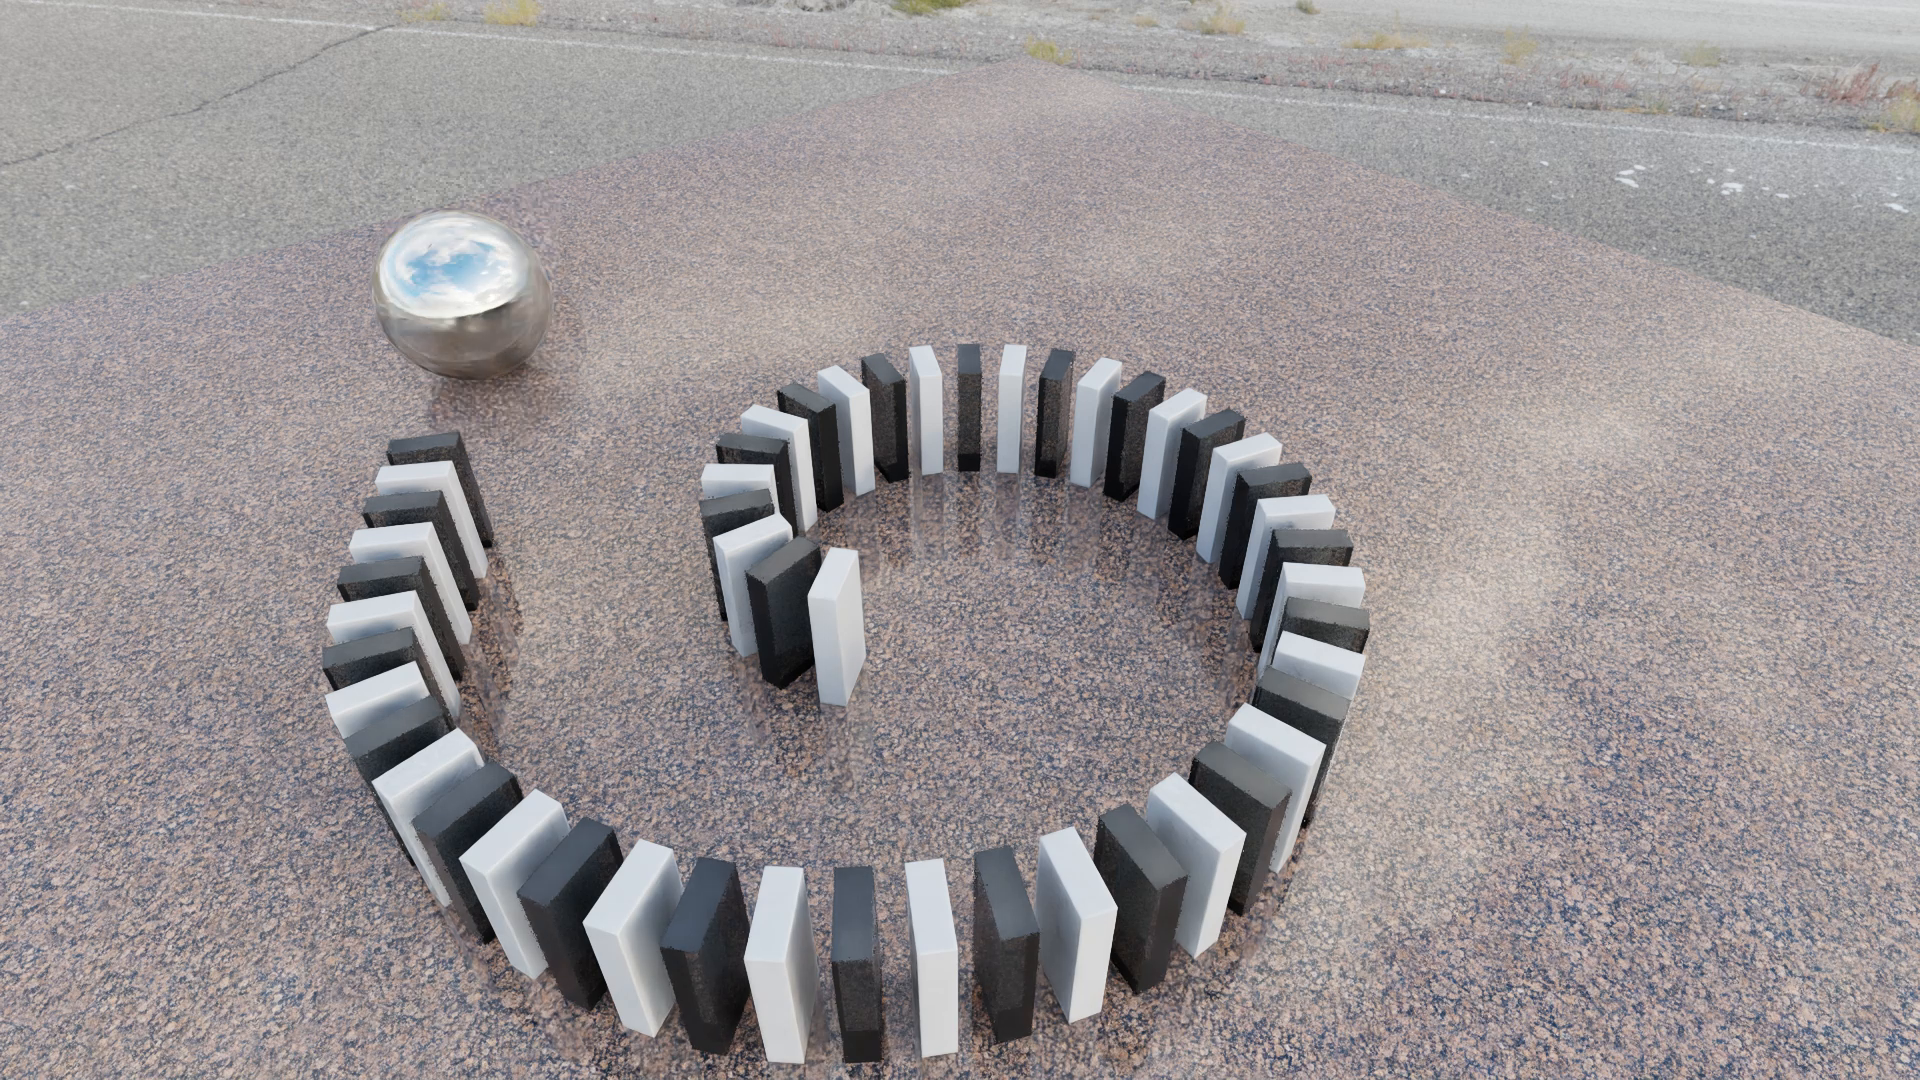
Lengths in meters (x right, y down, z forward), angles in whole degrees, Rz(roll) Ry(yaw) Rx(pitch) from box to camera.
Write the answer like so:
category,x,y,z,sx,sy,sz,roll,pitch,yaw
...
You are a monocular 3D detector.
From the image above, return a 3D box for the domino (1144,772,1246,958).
category,x,y,z,sx,sy,sz,roll,pitch,yaw
domino,0.062,0.090,0.302,0.010,0.050,0.025,-26,46,-28

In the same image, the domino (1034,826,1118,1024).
category,x,y,z,sx,sy,sz,roll,pitch,yaw
domino,0.029,0.101,0.288,0.009,0.050,0.025,-13,41,-16

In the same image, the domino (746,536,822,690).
category,x,y,z,sx,sy,sz,roll,pitch,yaw
domino,-0.059,0.026,0.380,0.009,0.050,0.025,27,46,29

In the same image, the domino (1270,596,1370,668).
category,x,y,z,sx,sy,sz,roll,pitch,yaw
domino,0.115,0.042,0.360,0.025,0.050,0.010,10,40,12

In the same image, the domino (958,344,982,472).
category,x,y,z,sx,sy,sz,roll,pitch,yaw
domino,0.004,-0.058,0.482,0.010,0.050,0.025,-1,39,-1

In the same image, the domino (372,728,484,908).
category,x,y,z,sx,sy,sz,roll,pitch,yaw
domino,-0.145,0.080,0.314,0.010,0.050,0.025,29,47,31

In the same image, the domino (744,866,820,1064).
category,x,y,z,sx,sy,sz,roll,pitch,yaw
domino,-0.044,0.108,0.279,0.009,0.050,0.025,2,39,3

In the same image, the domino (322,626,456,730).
category,x,y,z,sx,sy,sz,roll,pitch,yaw
domino,-0.179,0.052,0.348,0.025,0.050,0.010,-15,42,-17

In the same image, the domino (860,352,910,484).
category,x,y,z,sx,sy,sz,roll,pitch,yaw
domino,-0.032,-0.052,0.475,0.009,0.050,0.025,-18,42,-20

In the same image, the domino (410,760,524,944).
category,x,y,z,sx,sy,sz,roll,pitch,yaw
domino,-0.131,0.087,0.305,0.009,0.050,0.025,24,45,27

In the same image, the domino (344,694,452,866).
category,x,y,z,sx,sy,sz,roll,pitch,yaw
domino,-0.159,0.072,0.324,0.025,0.050,0.009,-30,48,-31

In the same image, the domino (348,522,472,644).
category,x,y,z,sx,sy,sz,roll,pitch,yaw
domino,-0.194,0.017,0.390,0.025,0.050,0.009,-7,40,-8

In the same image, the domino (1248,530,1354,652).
category,x,y,z,sx,sy,sz,roll,pitch,yaw
domino,0.120,0.019,0.389,0.025,0.050,0.009,0,39,0

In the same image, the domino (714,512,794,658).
category,x,y,z,sx,sy,sz,roll,pitch,yaw
domino,-0.071,0.017,0.391,0.025,0.050,0.009,-23,45,-26

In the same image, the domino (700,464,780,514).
category,x,y,z,sx,sy,sz,roll,pitch,yaw
domino,-0.082,-0.006,0.418,0.025,0.050,0.010,1,39,1

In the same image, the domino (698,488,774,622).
category,x,y,z,sx,sy,sz,roll,pitch,yaw
domino,-0.079,0.006,0.404,0.025,0.050,0.009,-12,41,-14

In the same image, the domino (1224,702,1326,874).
category,x,y,z,sx,sy,sz,roll,pitch,yaw
domino,0.088,0.073,0.322,0.025,0.050,0.009,27,47,29

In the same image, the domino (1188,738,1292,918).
category,x,y,z,sx,sy,sz,roll,pitch,yaw
domino,0.076,0.082,0.311,0.009,0.050,0.025,-32,49,-33

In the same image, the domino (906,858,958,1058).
category,x,y,z,sx,sy,sz,roll,pitch,yaw
domino,-0.007,0.107,0.281,0.009,0.050,0.025,-6,40,-7

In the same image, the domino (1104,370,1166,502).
category,x,y,z,sx,sy,sz,roll,pitch,yaw
domino,0.074,-0.043,0.464,0.009,0.050,0.025,27,47,29

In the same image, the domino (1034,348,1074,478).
category,x,y,z,sx,sy,sz,roll,pitch,yaw
domino,0.041,-0.055,0.478,0.010,0.050,0.025,11,41,13

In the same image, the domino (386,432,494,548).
category,x,y,z,sx,sy,sz,roll,pitch,yaw
domino,-0.204,-0.018,0.433,0.025,0.050,0.009,-9,40,-11

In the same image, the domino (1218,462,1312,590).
category,x,y,z,sx,sy,sz,roll,pitch,yaw
domino,0.115,-0.005,0.417,0.025,0.050,0.010,-9,40,-11

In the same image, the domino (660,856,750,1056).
category,x,y,z,sx,sy,sz,roll,pitch,yaw
domino,-0.063,0.107,0.281,0.009,0.050,0.025,7,40,9

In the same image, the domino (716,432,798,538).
category,x,y,z,sx,sy,sz,roll,pitch,yaw
domino,-0.079,-0.017,0.433,0.025,0.050,0.010,8,40,10

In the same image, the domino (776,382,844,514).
category,x,y,z,sx,sy,sz,roll,pitch,yaw
domino,-0.062,-0.038,0.458,0.025,0.050,0.010,31,48,32

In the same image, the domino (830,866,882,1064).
category,x,y,z,sx,sy,sz,roll,pitch,yaw
domino,-0.026,0.108,0.279,0.009,0.050,0.025,-2,39,-2

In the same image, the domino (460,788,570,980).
category,x,y,z,sx,sy,sz,roll,pitch,yaw
domino,-0.115,0.094,0.297,0.009,0.050,0.025,20,44,23

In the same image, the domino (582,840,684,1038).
category,x,y,z,sx,sy,sz,roll,pitch,yaw
domino,-0.081,0.104,0.285,0.009,0.050,0.025,13,41,15

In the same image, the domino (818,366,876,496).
category,x,y,z,sx,sy,sz,roll,pitch,yaw
domino,-0.048,-0.046,0.468,0.010,0.050,0.025,-26,46,-28

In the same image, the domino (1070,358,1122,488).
category,x,y,z,sx,sy,sz,roll,pitch,yaw
domino,0.058,-0.050,0.473,0.010,0.050,0.025,19,43,22

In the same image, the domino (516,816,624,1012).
category,x,y,z,sx,sy,sz,roll,pitch,yaw
domino,-0.098,0.099,0.290,0.010,0.050,0.025,17,42,19

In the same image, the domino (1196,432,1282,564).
category,x,y,z,sx,sy,sz,roll,pitch,yaw
domino,0.109,-0.016,0.431,0.025,0.050,0.009,-17,42,-20

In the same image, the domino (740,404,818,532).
category,x,y,z,sx,sy,sz,roll,pitch,yaw
domino,-0.073,-0.029,0.446,0.025,0.050,0.010,18,42,20

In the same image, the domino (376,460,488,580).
category,x,y,z,sx,sy,sz,roll,pitch,yaw
domino,-0.200,-0.006,0.419,0.025,0.050,0.009,-6,40,-7

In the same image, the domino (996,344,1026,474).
category,x,y,z,sx,sy,sz,roll,pitch,yaw
domino,0.023,-0.057,0.481,0.010,0.050,0.025,5,40,6

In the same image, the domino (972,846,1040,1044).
category,x,y,z,sx,sy,sz,roll,pitch,yaw
domino,0.011,0.105,0.284,0.010,0.050,0.025,-9,40,-11

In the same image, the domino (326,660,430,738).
category,x,y,z,sx,sy,sz,roll,pitch,yaw
domino,-0.170,0.062,0.336,0.025,0.050,0.010,-23,45,-26

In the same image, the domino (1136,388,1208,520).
category,x,y,z,sx,sy,sz,roll,pitch,yaw
domino,0.087,-0.035,0.455,0.025,0.050,0.009,-31,48,-32

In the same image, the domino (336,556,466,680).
category,x,y,z,sx,sy,sz,roll,pitch,yaw
domino,-0.190,0.029,0.376,0.025,0.050,0.009,-8,40,-10

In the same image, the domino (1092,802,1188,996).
category,x,y,z,sx,sy,sz,roll,pitch,yaw
domino,0.046,0.096,0.294,0.010,0.050,0.025,-19,43,-22

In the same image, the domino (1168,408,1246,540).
category,x,y,z,sx,sy,sz,roll,pitch,yaw
domino,0.099,-0.026,0.443,0.025,0.050,0.009,-24,45,-27

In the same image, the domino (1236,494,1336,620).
category,x,y,z,sx,sy,sz,roll,pitch,yaw
domino,0.119,0.007,0.403,0.025,0.050,0.009,-4,40,-5

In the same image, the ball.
category,x,y,z,sx,sy,sz,roll,pitch,yaw
ball,-0.240,-0.118,0.531,0.080,0.080,0.080,0,39,0

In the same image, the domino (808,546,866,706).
category,x,y,z,sx,sy,sz,roll,pitch,yaw
domino,-0.041,0.030,0.375,0.010,0.050,0.025,8,40,9

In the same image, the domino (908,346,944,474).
category,x,y,z,sx,sy,sz,roll,pitch,yaw
domino,-0.015,-0.056,0.480,0.010,0.050,0.025,-8,40,-9

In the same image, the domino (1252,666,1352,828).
category,x,y,z,sx,sy,sz,roll,pitch,yaw
domino,0.099,0.064,0.334,0.025,0.050,0.010,22,44,25

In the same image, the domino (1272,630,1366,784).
category,x,y,z,sx,sy,sz,roll,pitch,yaw
domino,0.109,0.053,0.346,0.025,0.050,0.009,17,42,20

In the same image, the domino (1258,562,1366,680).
category,x,y,z,sx,sy,sz,roll,pitch,yaw
domino,0.119,0.031,0.374,0.025,0.050,0.009,4,40,5

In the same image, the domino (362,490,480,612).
category,x,y,z,sx,sy,sz,roll,pitch,yaw
domino,-0.197,0.006,0.404,0.025,0.050,0.010,-6,40,-7

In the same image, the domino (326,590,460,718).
category,x,y,z,sx,sy,sz,roll,pitch,yaw
domino,-0.185,0.041,0.362,0.025,0.050,0.009,-11,41,-13
